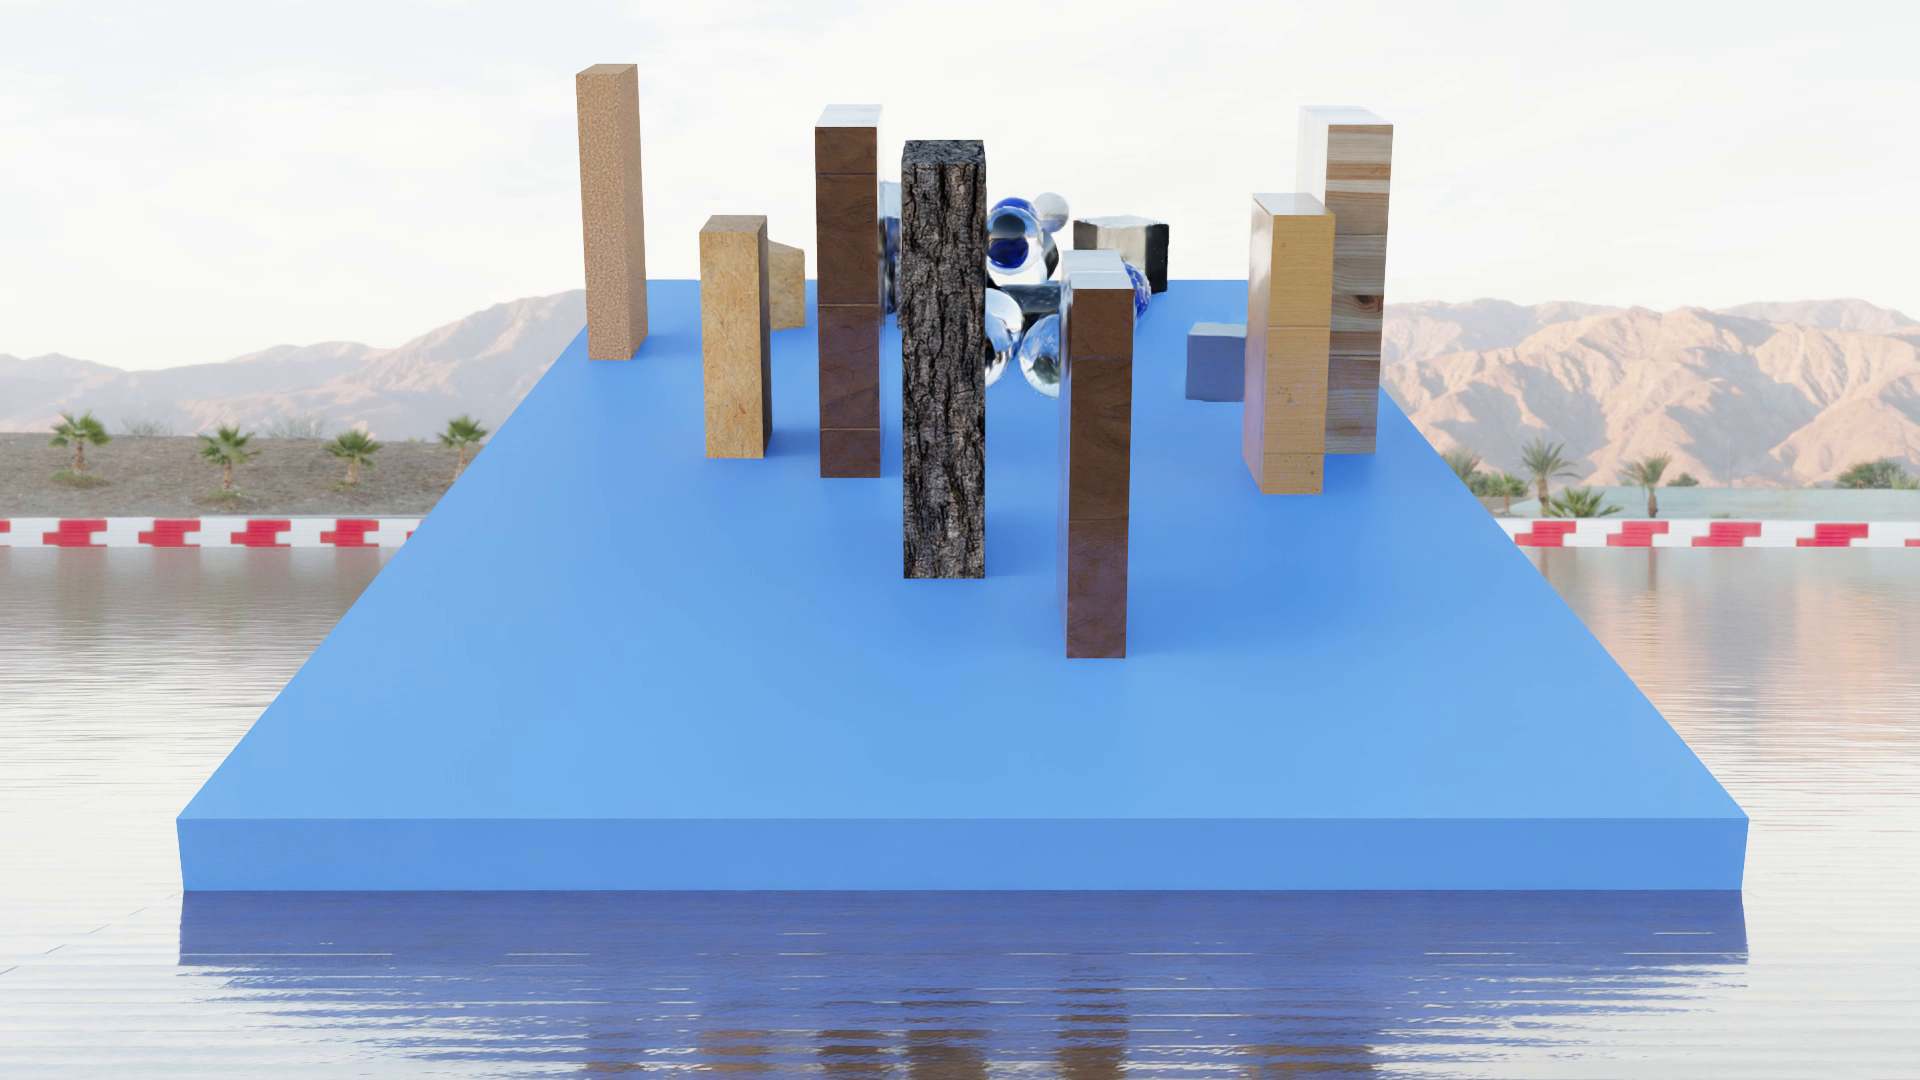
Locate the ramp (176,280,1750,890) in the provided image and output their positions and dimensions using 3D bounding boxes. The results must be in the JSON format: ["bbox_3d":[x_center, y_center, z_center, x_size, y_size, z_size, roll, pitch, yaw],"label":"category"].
[{"bbox_3d":[-0.002,-0.167,4.746,2.000,0.100,4.000,0,17,0],"label":"ramp"}]

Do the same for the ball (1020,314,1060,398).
[{"bbox_3d":[0.235,-0.423,5.090,0.196,0.196,0.196,0,0,0],"label":"ball"}]

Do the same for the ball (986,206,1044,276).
[{"bbox_3d":[0.128,-0.774,5.737,0.177,0.177,0.177,0,0,0],"label":"ball"}]

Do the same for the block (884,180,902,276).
[{"bbox_3d":[-0.168,-0.847,6.031,0.182,0.182,0.182,3,40,-17],"label":"block"}]

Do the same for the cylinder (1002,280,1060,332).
[{"bbox_3d":[0.185,-0.580,5.688,0.155,0.155,0.155,6,-1,-10],"label":"cylinder"}]

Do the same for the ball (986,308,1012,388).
[{"bbox_3d":[0.015,-0.446,5.147,0.207,0.207,0.207,0,0,0],"label":"ball"}]

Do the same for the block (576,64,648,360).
[{"bbox_3d":[-0.872,-0.831,5.576,0.105,0.700,0.334,0,17,0],"label":"block"}]

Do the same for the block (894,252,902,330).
[{"bbox_3d":[-0.093,-0.671,5.931,0.159,0.159,0.159,-2,28,-1],"label":"block"}]

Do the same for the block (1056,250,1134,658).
[{"bbox_3d":[0.208,-0.144,3.486,0.090,0.572,0.356,0,17,0],"label":"block"}]

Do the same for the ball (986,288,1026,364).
[{"bbox_3d":[0.060,-0.511,5.376,0.202,0.202,0.202,0,0,0],"label":"ball"}]

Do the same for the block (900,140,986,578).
[{"bbox_3d":[-0.027,-0.323,3.858,0.139,0.704,0.361,0,17,0],"label":"block"}]

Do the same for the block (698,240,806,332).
[{"bbox_3d":[-0.556,-0.676,5.919,0.210,0.210,0.210,-10,19,-31],"label":"block"}]

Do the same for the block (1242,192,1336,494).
[{"bbox_3d":[0.646,-0.393,4.381,0.118,0.543,0.308,0,17,0],"label":"block"}]

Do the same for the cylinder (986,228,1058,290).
[{"bbox_3d":[0.159,-0.761,6.168,0.190,0.190,0.190,0,31,21],"label":"cylinder"}]

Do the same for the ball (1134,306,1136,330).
[{"bbox_3d":[0.344,-0.552,5.530,0.194,0.194,0.194,0,0,0],"label":"ball"}]

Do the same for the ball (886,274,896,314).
[{"bbox_3d":[-0.198,-0.693,6.103,0.137,0.137,0.137,0,0,0],"label":"ball"}]

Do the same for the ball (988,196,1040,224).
[{"bbox_3d":[0.144,-0.854,5.985,0.147,0.147,0.147,0,0,0],"label":"ball"}]

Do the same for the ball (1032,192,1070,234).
[{"bbox_3d":[0.261,-0.954,6.461,0.119,0.119,0.119,0,0,0],"label":"ball"}]

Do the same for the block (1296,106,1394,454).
[{"bbox_3d":[0.800,-0.560,4.708,0.131,0.679,0.391,0,17,0],"label":"block"}]

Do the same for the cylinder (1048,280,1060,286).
[{"bbox_3d":[0.262,-0.631,5.926,0.117,0.117,0.117,0,16,24],"label":"cylinder"}]

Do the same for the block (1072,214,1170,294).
[{"bbox_3d":[0.466,-0.828,6.449,0.201,0.201,0.201,-9,19,-29],"label":"block"}]

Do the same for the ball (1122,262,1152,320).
[{"bbox_3d":[0.430,-0.663,5.952,0.167,0.167,0.167,0,0,0],"label":"ball"}]

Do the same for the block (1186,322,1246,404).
[{"bbox_3d":[0.611,-0.411,5.128,0.153,0.153,0.153,4,17,12],"label":"block"}]

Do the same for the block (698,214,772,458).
[{"bbox_3d":[-0.466,-0.428,4.628,0.118,0.468,0.248,0,17,0],"label":"block"}]

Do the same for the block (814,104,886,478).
[{"bbox_3d":[-0.219,-0.520,4.540,0.119,0.694,0.445,0,17,0],"label":"block"}]
